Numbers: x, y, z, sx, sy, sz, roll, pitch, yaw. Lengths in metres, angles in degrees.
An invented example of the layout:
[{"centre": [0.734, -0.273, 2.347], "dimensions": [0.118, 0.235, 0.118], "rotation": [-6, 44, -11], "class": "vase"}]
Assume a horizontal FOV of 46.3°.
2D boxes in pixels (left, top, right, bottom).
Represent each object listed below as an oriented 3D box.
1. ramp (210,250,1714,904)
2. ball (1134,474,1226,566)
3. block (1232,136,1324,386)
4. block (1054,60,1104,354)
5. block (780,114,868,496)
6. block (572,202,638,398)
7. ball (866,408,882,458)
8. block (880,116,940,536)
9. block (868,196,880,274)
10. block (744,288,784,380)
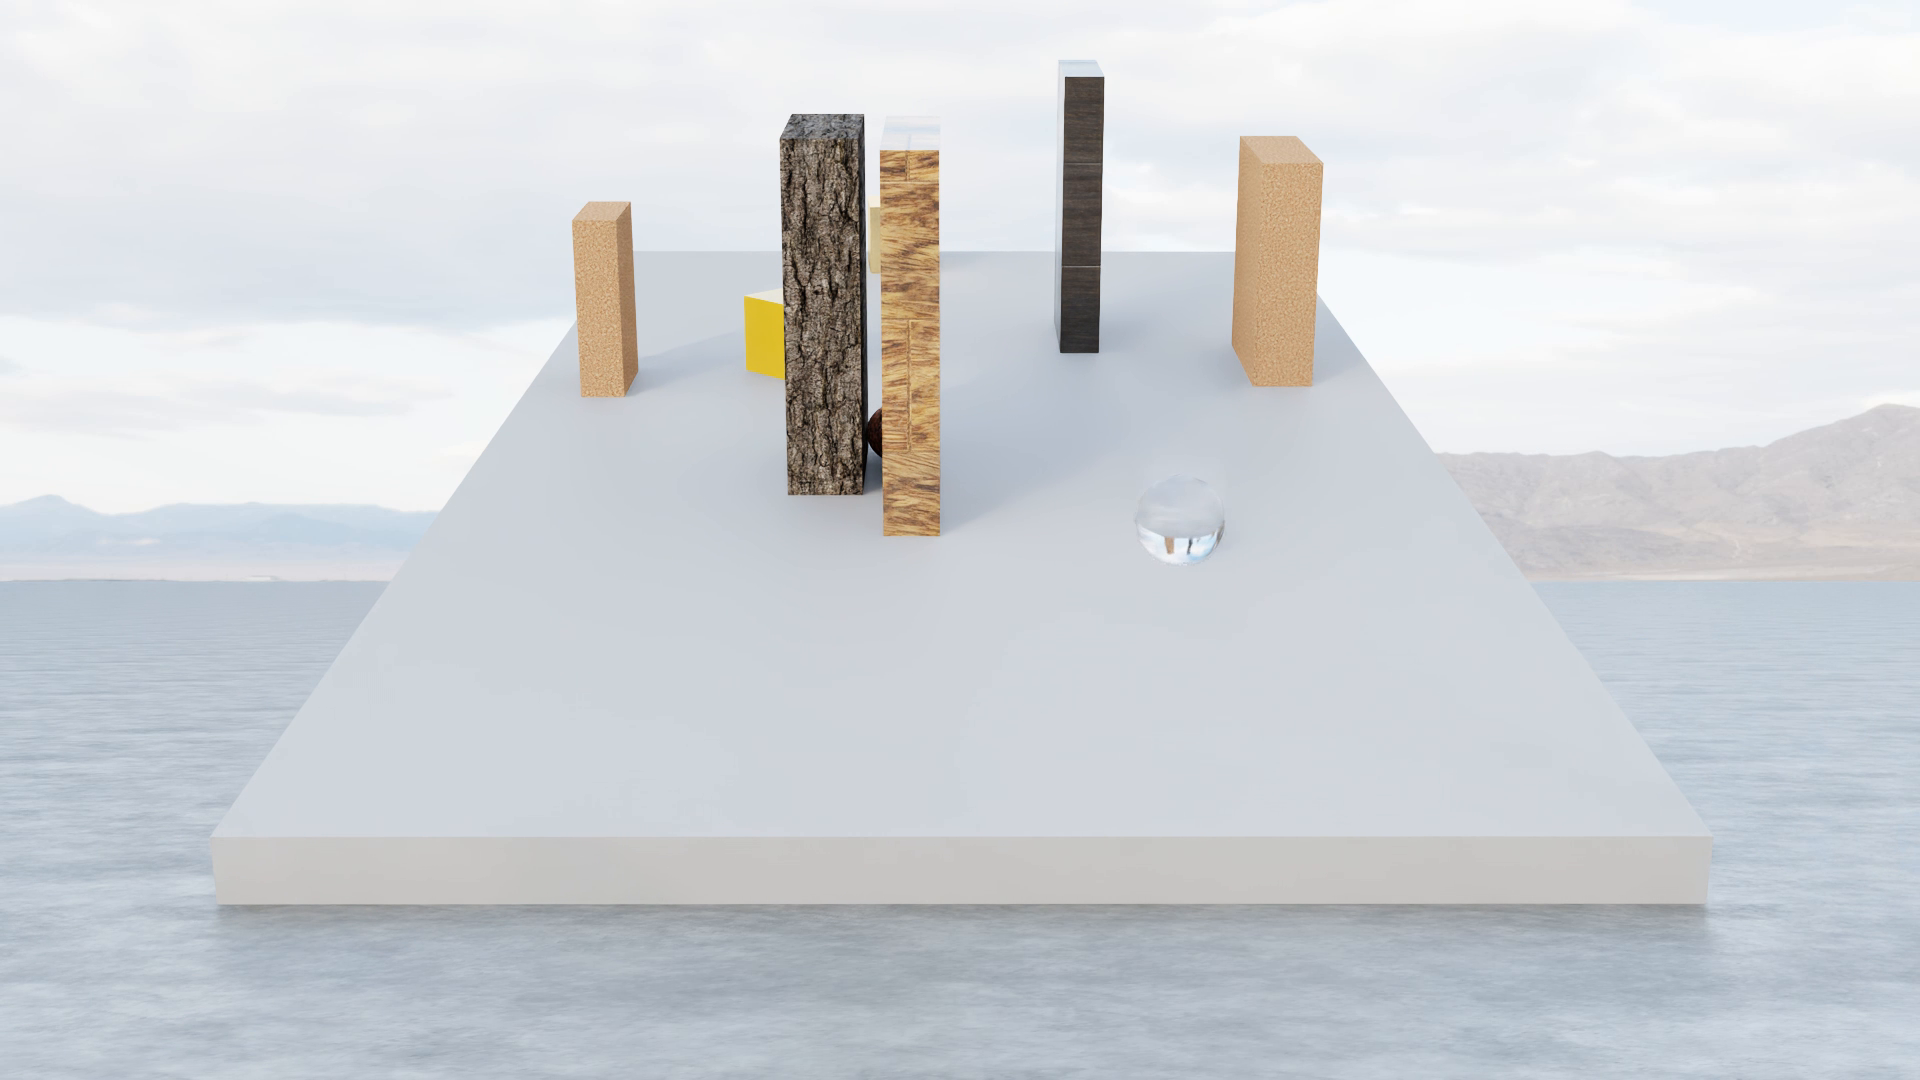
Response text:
[{"centre": [-0.004, -0.192, 4.896], "dimensions": [2.000, 0.100, 4.000], "rotation": [0, 18, 0], "class": "ramp"}, {"centre": [0.394, -0.035, 4.016], "dimensions": [0.162, 0.162, 0.162], "rotation": [0, -1, 0], "class": "ball"}, {"centre": [0.752, -0.672, 5.357], "dimensions": [0.138, 0.521, 0.423], "rotation": [0, 18, 0], "class": "block"}, {"centre": [0.295, -0.838, 5.609], "dimensions": [0.096, 0.675, 0.353], "rotation": [0, 18, 0], "class": "block"}, {"centre": [-0.266, -0.475, 4.480], "dimensions": [0.147, 0.700, 0.346], "rotation": [0, 18, 0], "class": "block"}, {"centre": [-0.819, -0.559, 5.192], "dimensions": [0.099, 0.408, 0.245], "rotation": [0, 18, 0], "class": "block"}, {"centre": [-0.133, -0.223, 4.640], "dimensions": [0.121, 0.121, 0.121], "rotation": [0, -1, 0], "class": "ball"}, {"centre": [-0.091, -0.417, 4.280], "dimensions": [0.105, 0.718, 0.439], "rotation": [0, 18, 0], "class": "block"}, {"centre": [-0.169, -0.891, 6.529], "dimensions": [0.192, 0.192, 0.192], "rotation": [-1, 19, -4], "class": "block"}, {"centre": [-0.385, -0.495, 5.358], "dimensions": [0.181, 0.181, 0.181], "rotation": [17, 25, 41], "class": "block"}]
